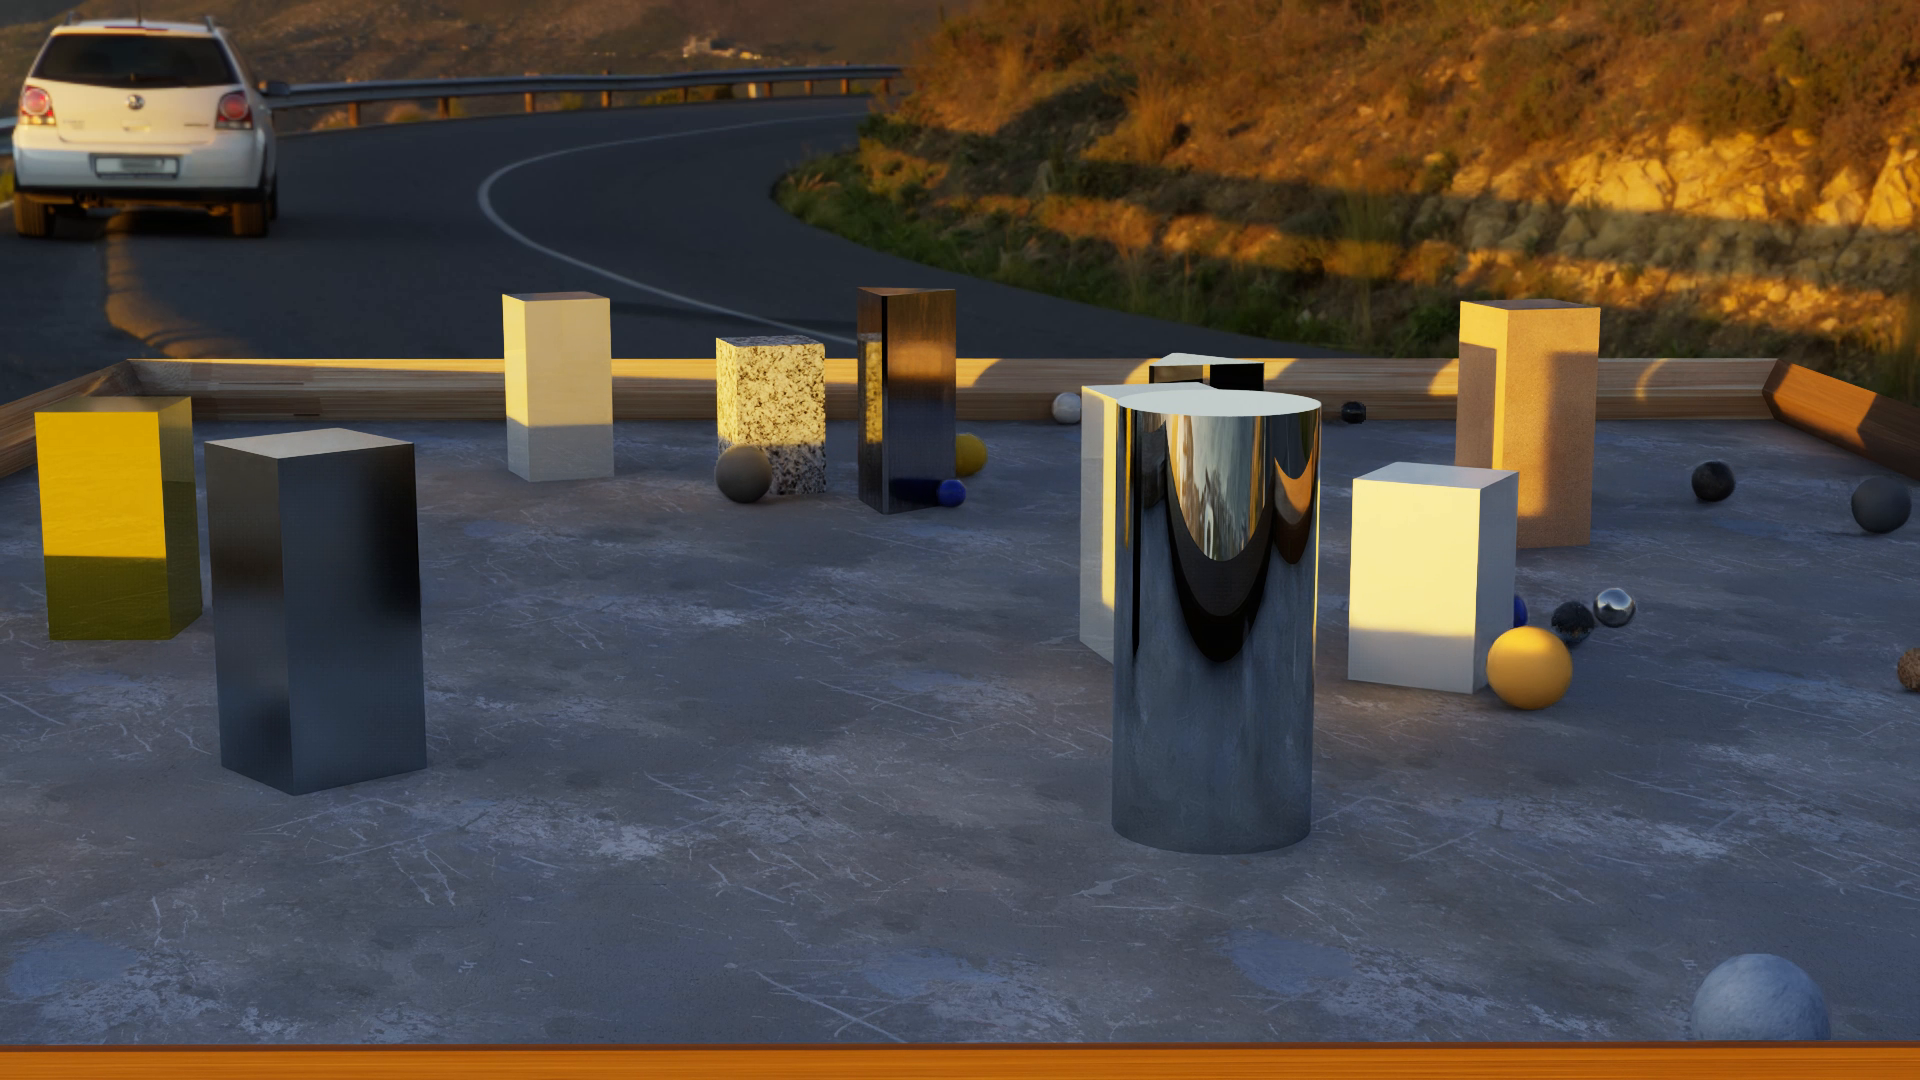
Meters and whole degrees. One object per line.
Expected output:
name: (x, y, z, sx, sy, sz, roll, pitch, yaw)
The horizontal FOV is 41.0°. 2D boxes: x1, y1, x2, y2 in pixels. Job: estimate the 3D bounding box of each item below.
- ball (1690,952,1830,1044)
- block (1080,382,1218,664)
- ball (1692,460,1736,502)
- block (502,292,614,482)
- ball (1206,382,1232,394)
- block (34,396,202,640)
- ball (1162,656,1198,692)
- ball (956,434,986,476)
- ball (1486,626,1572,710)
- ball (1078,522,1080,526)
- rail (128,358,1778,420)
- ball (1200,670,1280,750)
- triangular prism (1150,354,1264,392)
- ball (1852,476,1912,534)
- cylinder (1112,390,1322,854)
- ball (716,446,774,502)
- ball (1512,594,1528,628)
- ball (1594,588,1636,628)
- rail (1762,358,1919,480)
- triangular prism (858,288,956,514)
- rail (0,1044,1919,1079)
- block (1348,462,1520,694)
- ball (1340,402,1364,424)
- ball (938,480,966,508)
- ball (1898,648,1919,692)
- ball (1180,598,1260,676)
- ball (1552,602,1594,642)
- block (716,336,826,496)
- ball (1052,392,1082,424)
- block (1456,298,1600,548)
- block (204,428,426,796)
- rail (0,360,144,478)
ball: (0.576, 0.346, 1.847, 0.096, 0.096, 0.096, 0, 11, 0)
block: (0.247, -0.022, 3.194, 0.154, 0.327, 0.154, -3, 11, -15)
ball: (1.264, -0.099, 4.306, 0.071, 0.071, 0.071, 0, 11, 0)
block: (-0.718, -0.277, 4.587, 0.154, 0.318, 0.154, -5, 11, -23)
ball: (0.507, -0.268, 5.148, 0.095, 0.095, 0.095, 0, 11, 0)
block: (-1.089, -0.030, 3.330, 0.154, 0.294, 0.154, 0, 11, -1)
ball: (0.259, 0.157, 3.008, 0.042, 0.042, 0.042, 0, 11, 0)
ball: (0.007, -0.151, 4.569, 0.078, 0.078, 0.078, 0, 11, 0)
ball: (0.648, 0.145, 2.926, 0.095, 0.095, 0.095, 0, 11, 0)
ball: (0.220, -0.023, 3.870, 0.082, 0.082, 0.082, 0, 11, 0)
rail: (-0.011, -0.307, 5.272, 3.401, 0.125, 0.045, 0, 11, 0)
ball: (0.301, 0.182, 2.755, 0.086, 0.086, 0.086, 0, 11, 0)
triangular prism: (0.328, -0.103, 3.665, 0.166, 0.314, 0.144, -3, 11, -13)
ball: (1.442, -0.054, 4.016, 0.090, 0.090, 0.090, 0, 11, 0)
cylinder: (0.243, 0.073, 2.447, 0.192, 0.412, 0.192, 0, 11, 0)
ball: (-0.361, -0.110, 4.298, 0.096, 0.096, 0.096, 0, 11, 0)
ball: (0.688, 0.098, 3.260, 0.067, 0.067, 0.067, 0, 11, 0)
ball: (0.854, 0.088, 3.350, 0.052, 0.052, 0.052, 0, 11, 0)
rail: (1.677, 0.030, 3.459, 0.045, 0.125, 3.755, 0, 11, 0)
triangular prism: (-0.117, -0.237, 4.264, 0.144, 0.358, 0.166, 10, 14, 43)
rail: (0.011, 0.371, 1.627, 3.401, 0.125, 0.045, 0, 11, 0)
block: (0.569, 0.042, 3.080, 0.154, 0.243, 0.154, 6, 12, 28)
ball: (0.801, -0.260, 5.238, 0.046, 0.046, 0.046, 0, 11, 0)
ball: (-0.012, -0.078, 4.258, 0.047, 0.047, 0.047, 0, 11, 0)
ball: (1.127, 0.152, 3.009, 0.052, 0.052, 0.052, 0, 11, 0)
ball: (0.312, 0.116, 3.085, 0.095, 0.095, 0.095, 0, 11, 0)
ball: (0.779, 0.104, 3.264, 0.052, 0.052, 0.052, 0, 11, 0)
block: (-0.327, -0.216, 4.432, 0.154, 0.256, 0.154, -3, 11, -18)
ball: (0.220, -0.269, 5.236, 0.065, 0.065, 0.065, 0, 11, 0)
block: (0.869, -0.181, 3.948, 0.154, 0.363, 0.154, -3, 11, -16)
block: (-0.666, 0.069, 2.657, 0.154, 0.344, 0.154, -10, 14, -42)
rail: (-1.677, 0.034, 3.440, 0.045, 0.125, 3.755, 0, 11, 0)
